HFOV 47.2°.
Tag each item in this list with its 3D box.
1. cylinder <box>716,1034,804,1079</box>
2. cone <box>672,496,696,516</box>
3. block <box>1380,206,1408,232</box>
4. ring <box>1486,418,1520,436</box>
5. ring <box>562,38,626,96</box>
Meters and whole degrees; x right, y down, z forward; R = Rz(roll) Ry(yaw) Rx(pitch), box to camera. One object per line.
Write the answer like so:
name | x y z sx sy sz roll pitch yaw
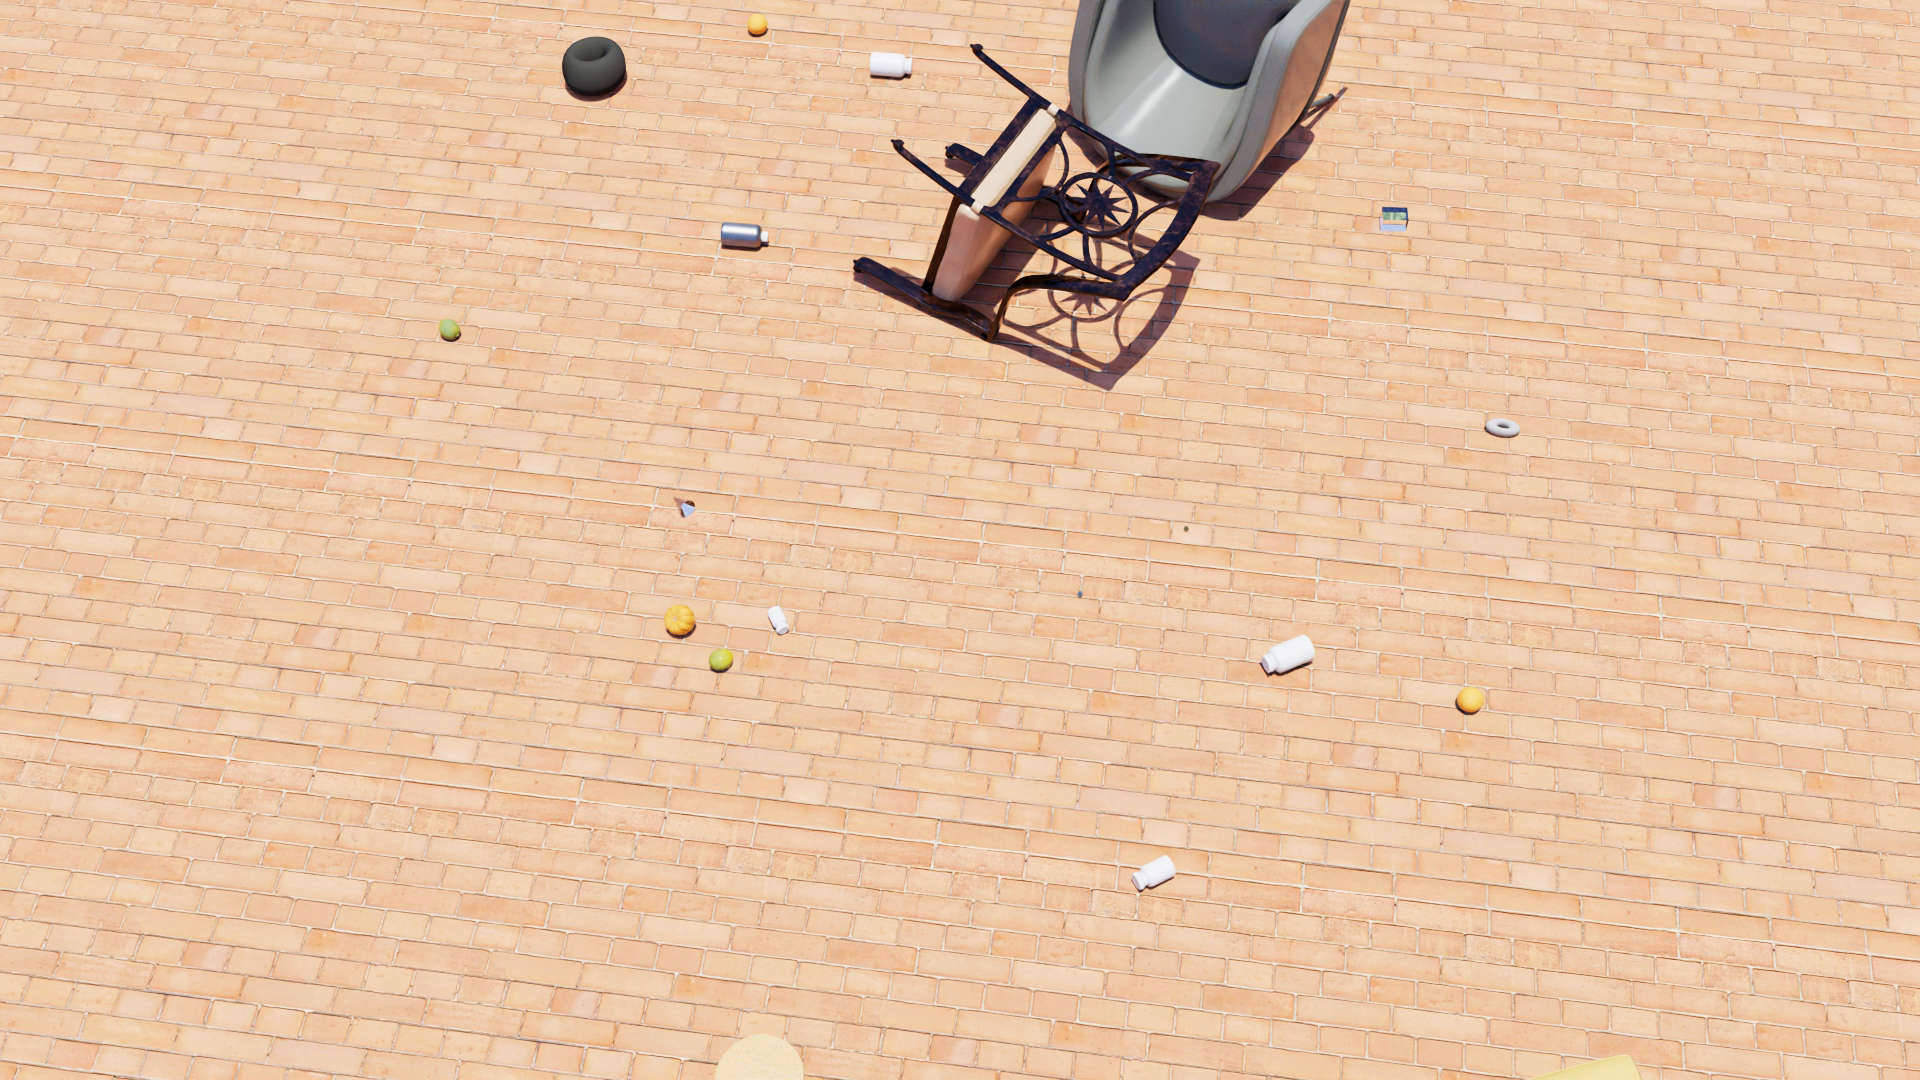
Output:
cylinder | -0.503 1.384 5.565 0.221 0.133 0.230 20 58 13
cone | -0.845 -0.113 6.634 0.053 0.054 0.085 -46 49 -11
block | 1.432 -1.059 7.253 0.084 0.053 0.059 2 56 1
ring | 1.675 -0.347 6.787 0.107 0.034 0.057 9 55 5
ring | -1.263 -1.635 7.588 0.225 0.138 0.204 -32 55 -25
